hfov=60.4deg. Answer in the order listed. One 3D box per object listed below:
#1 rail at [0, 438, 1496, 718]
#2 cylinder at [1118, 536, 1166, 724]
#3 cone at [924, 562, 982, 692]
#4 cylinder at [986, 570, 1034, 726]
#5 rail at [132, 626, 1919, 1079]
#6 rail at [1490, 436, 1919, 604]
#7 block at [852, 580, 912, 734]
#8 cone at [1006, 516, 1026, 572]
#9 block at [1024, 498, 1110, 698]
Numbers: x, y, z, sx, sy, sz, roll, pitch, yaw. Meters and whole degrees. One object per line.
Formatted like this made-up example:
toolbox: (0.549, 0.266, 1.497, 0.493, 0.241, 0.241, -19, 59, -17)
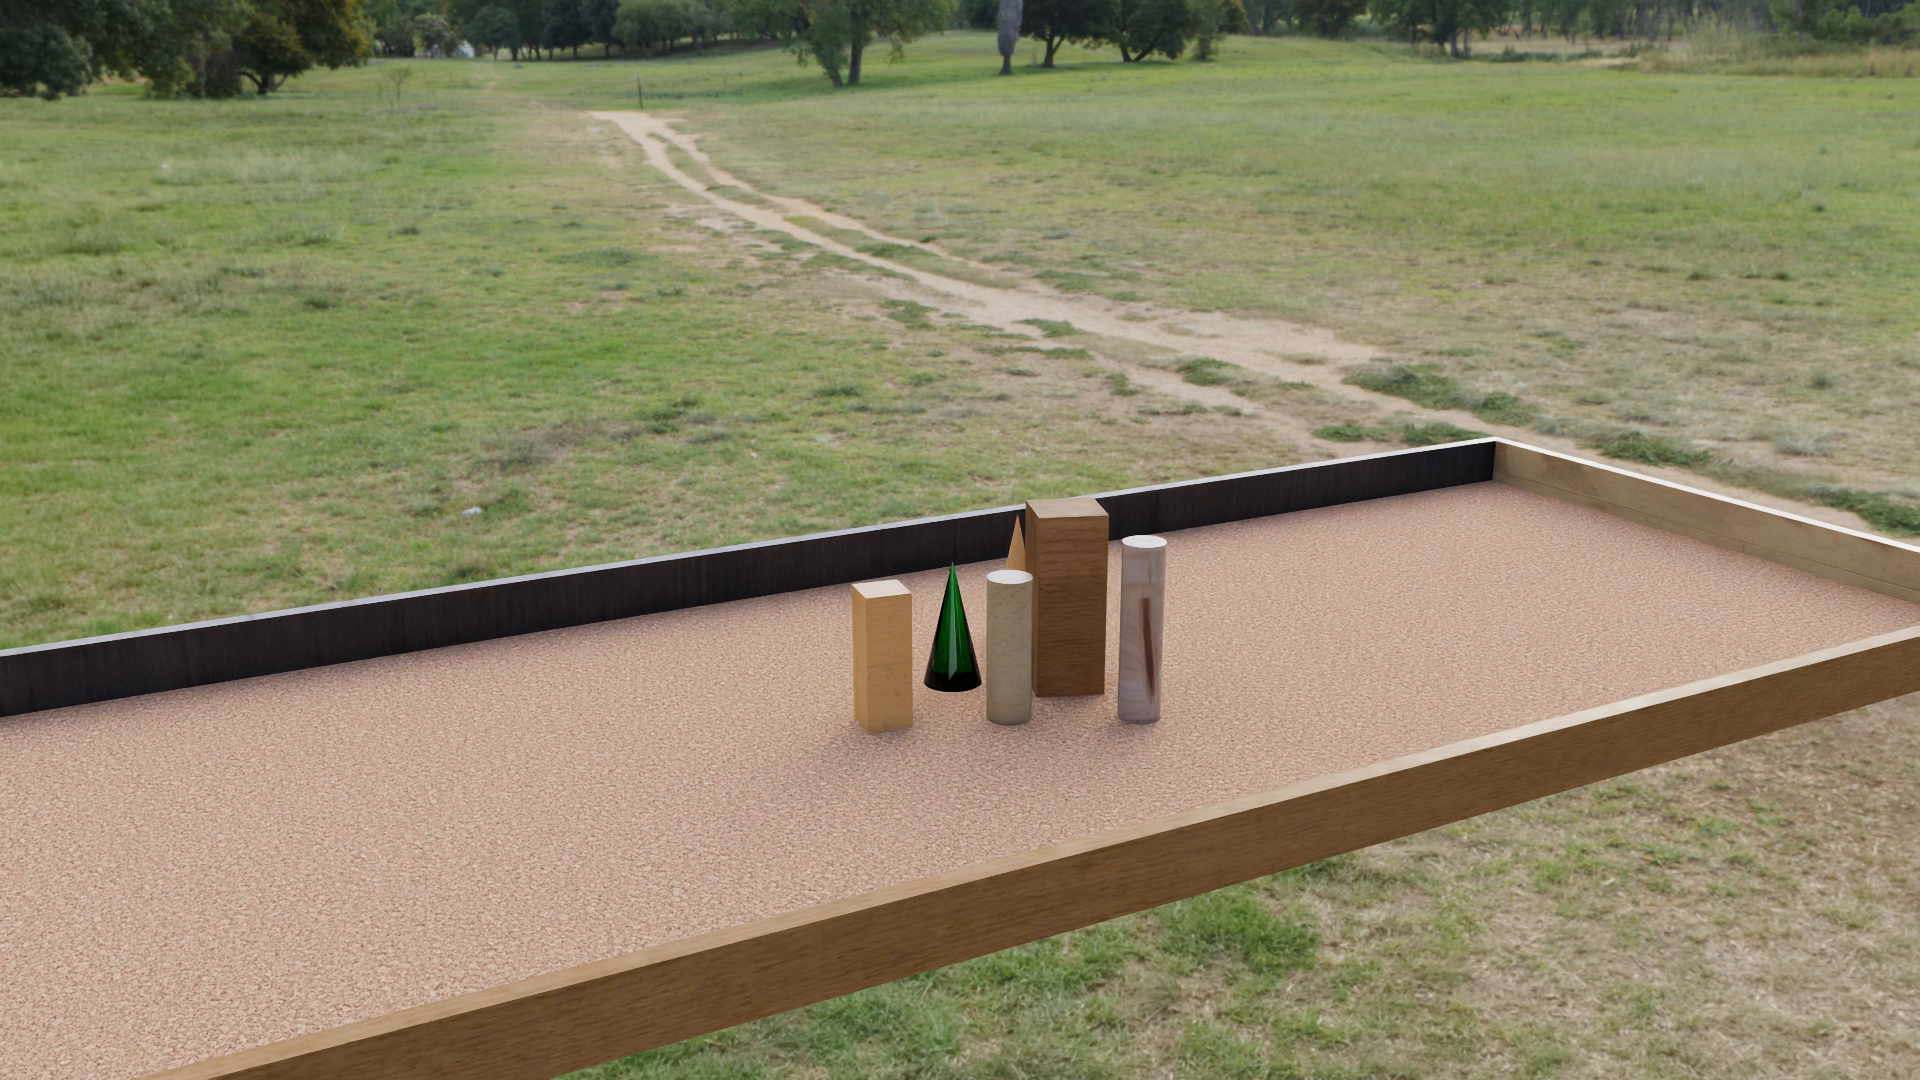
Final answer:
rail: (-3.305, 0.497, 3.399, 12.000, 0.150, 0.050, -9, 18, -27)
cylinder: (0.426, 0.212, 3.865, 0.102, 0.434, 0.102, 0, 16, 0)
cone: (-0.018, 0.203, 4.100, 0.148, 0.318, 0.148, 0, 16, 0)
cylinder: (0.116, 0.253, 3.873, 0.108, 0.350, 0.108, 0, 16, 0)
rail: (-2.336, 1.006, 1.665, 12.000, 0.150, 0.050, -9, 18, -27)
rail: (2.466, -0.048, 5.253, 0.050, 0.150, 2.100, -9, 18, -27)
block: (-0.181, 0.271, 3.849, 0.110, 0.330, 0.110, -6, 17, -20)
cone: (0.151, 0.101, 4.384, 0.146, 0.354, 0.146, 0, 16, 0)
block: (0.259, 0.140, 4.068, 0.170, 0.457, 0.170, -2, 17, -8)
